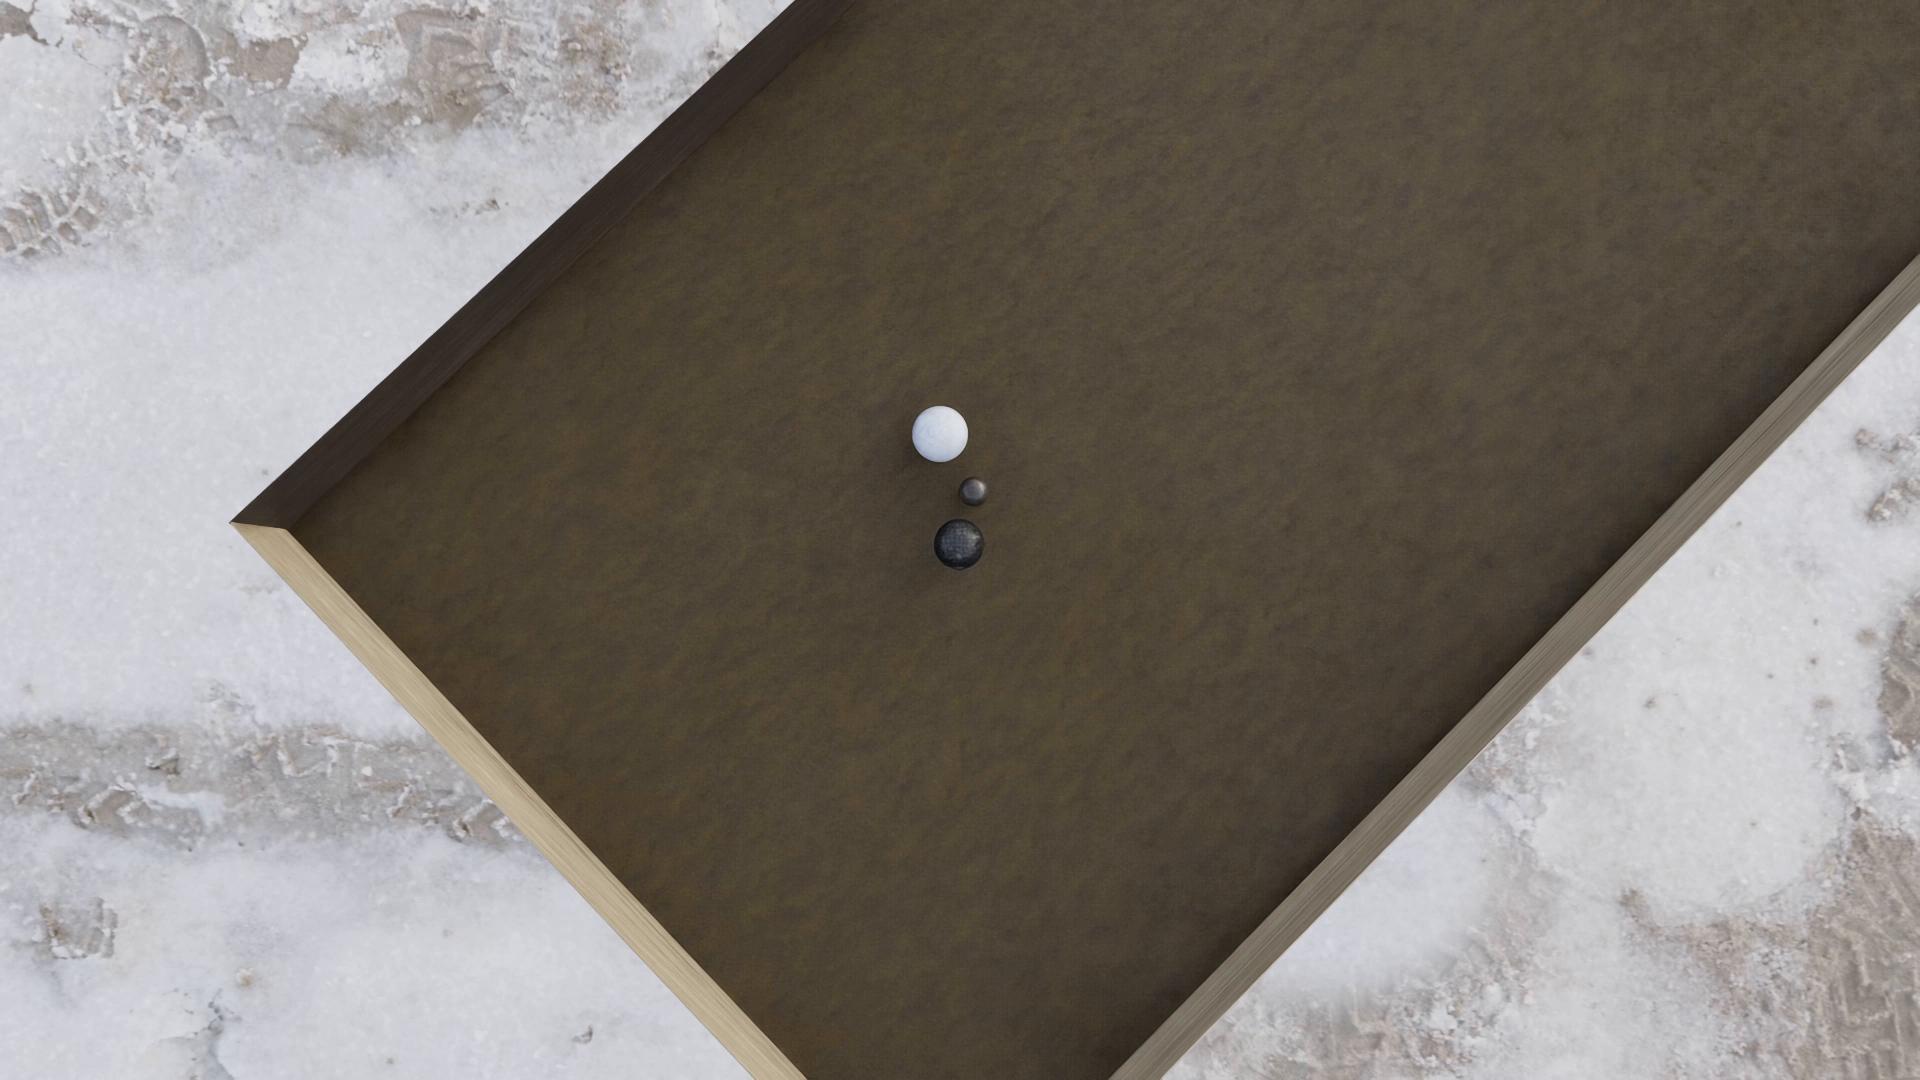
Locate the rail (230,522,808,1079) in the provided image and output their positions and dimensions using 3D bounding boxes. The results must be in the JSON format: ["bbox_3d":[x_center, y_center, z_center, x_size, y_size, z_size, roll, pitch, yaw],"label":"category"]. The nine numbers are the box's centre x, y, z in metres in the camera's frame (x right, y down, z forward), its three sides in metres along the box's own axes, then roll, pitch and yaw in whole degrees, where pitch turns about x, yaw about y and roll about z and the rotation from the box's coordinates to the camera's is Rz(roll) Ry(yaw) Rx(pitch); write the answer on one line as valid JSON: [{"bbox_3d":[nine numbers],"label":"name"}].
[{"bbox_3d":[-0.516,0.496,3.164,0.045,0.130,1.500,-44,84,-6],"label":"rail"}]

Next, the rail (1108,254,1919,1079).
[{"bbox_3d":[1.042,-0.011,3.244,2.990,0.130,0.045,-44,84,-6],"label":"rail"}]

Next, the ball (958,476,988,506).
[{"bbox_3d":[0.021,-0.073,3.297,0.045,0.045,0.045,0,81,0],"label":"ball"}]

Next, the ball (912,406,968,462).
[{"bbox_3d":[-0.030,-0.159,3.291,0.085,0.085,0.085,0,81,0],"label":"ball"}]

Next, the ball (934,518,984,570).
[{"bbox_3d":[-0.001,0.006,3.269,0.076,0.076,0.076,0,81,0],"label":"ball"}]

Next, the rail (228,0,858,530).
[{"bbox_3d":[0.024,-1.034,3.404,2.990,0.130,0.045,-44,84,-6],"label":"rail"}]
